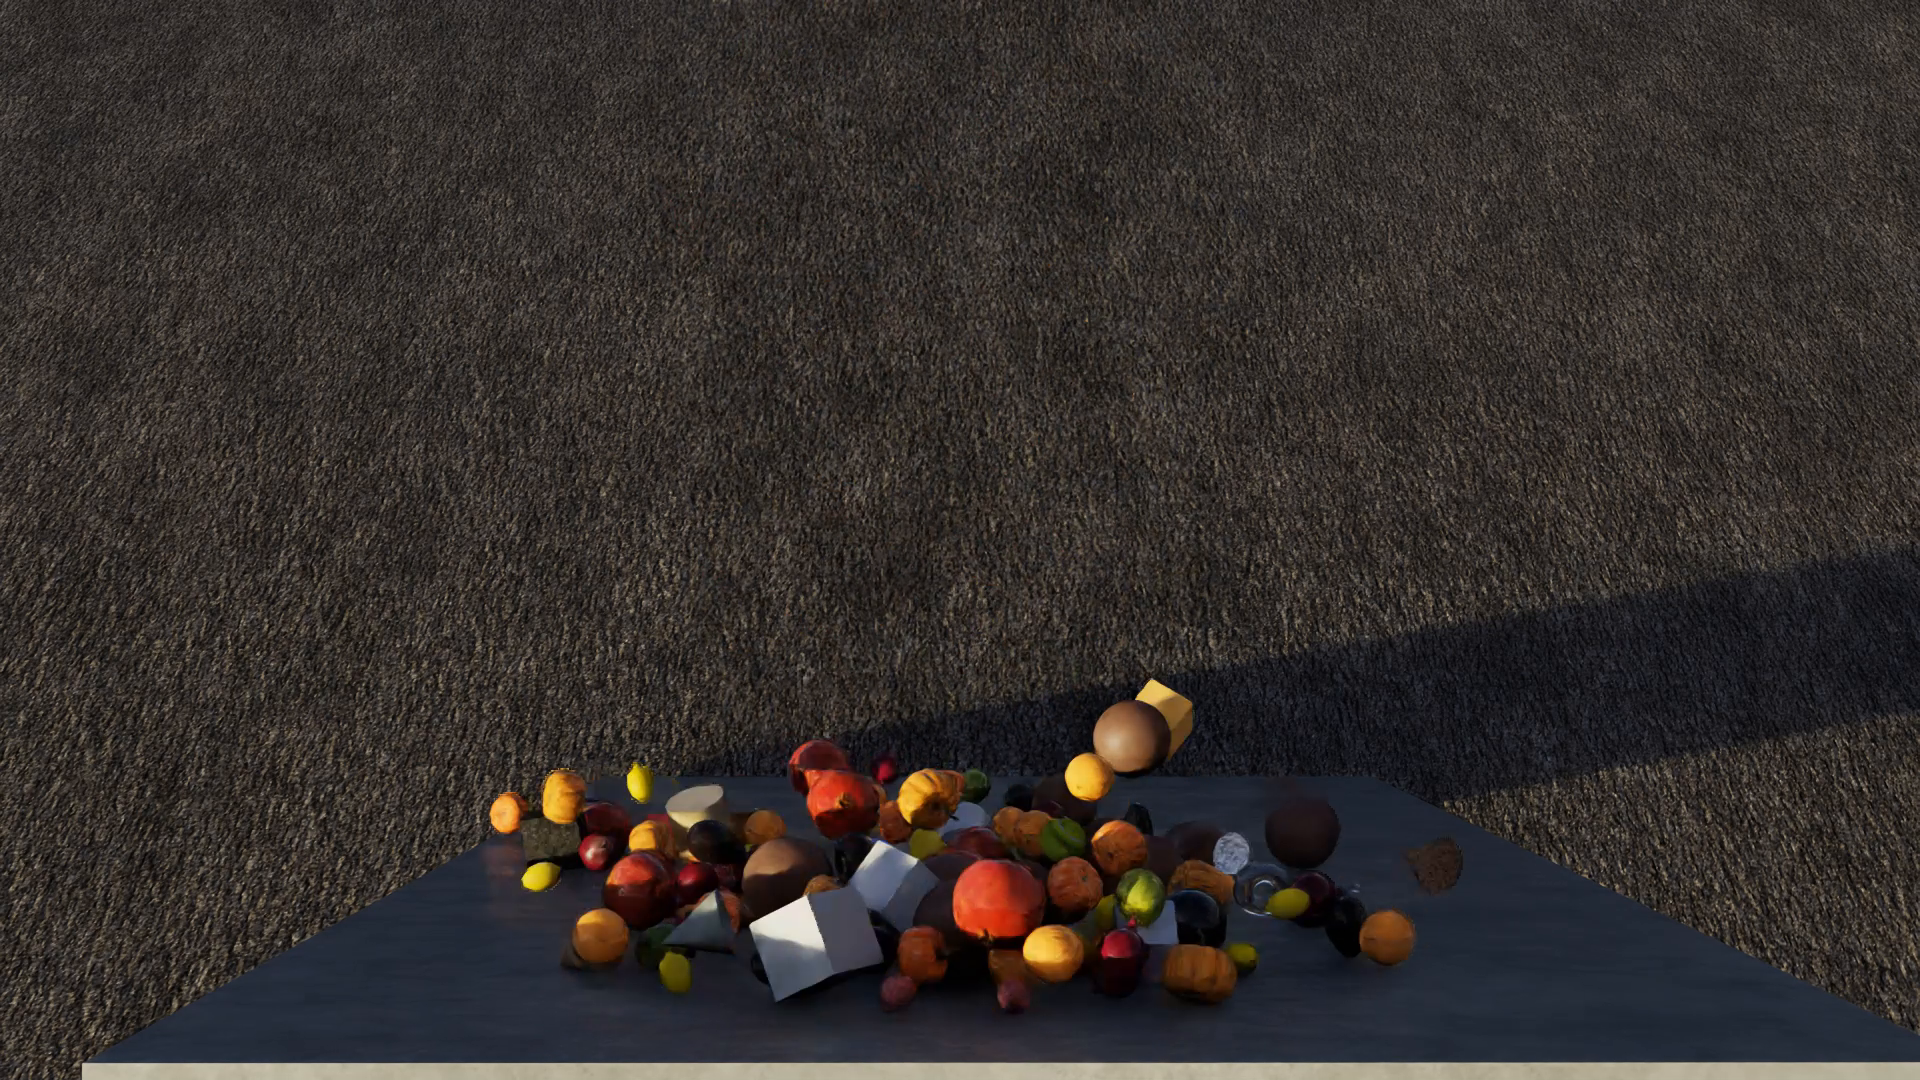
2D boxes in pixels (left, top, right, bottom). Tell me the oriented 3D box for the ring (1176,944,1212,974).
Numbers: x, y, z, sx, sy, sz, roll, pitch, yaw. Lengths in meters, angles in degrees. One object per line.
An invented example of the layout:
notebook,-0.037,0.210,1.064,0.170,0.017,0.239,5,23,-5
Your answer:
ring,0.289,0.544,3.365,0.078,0.026,0.078,-13,2,1

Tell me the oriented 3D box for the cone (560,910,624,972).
cone,-0.502,0.543,3.404,0.087,0.087,0.087,29,43,-31

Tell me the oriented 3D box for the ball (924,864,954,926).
ball,-0.053,0.524,3.824,0.090,0.090,0.090,0,33,0

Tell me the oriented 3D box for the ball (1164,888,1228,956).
ball,0.307,0.514,3.457,0.099,0.099,0.099,0,33,0

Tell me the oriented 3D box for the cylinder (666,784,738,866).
cylinder,-0.403,0.445,4.050,0.093,0.093,0.093,-11,20,4

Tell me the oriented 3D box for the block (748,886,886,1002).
block,-0.173,0.489,3.143,0.100,0.100,0.100,-1,65,-55

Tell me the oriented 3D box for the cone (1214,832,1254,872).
cone,0.368,0.413,3.370,0.055,0.055,0.055,30,8,-43

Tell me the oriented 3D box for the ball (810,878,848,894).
ball,-0.181,0.527,3.723,0.081,0.081,0.081,0,33,0

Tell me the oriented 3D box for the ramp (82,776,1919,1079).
ramp,0.072,0.634,4.737,2.000,0.100,4.000,0,-1,0

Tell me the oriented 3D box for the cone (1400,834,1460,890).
cone,0.727,0.504,4.095,0.089,0.089,0.089,-26,14,-34

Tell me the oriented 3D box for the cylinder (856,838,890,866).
cylinder,-0.125,0.515,4.126,0.059,0.059,0.059,-15,32,-23

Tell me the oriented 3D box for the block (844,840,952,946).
block,-0.084,0.468,3.433,0.086,0.086,0.086,18,66,47

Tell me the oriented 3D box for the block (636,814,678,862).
block,-0.540,0.538,4.694,0.062,0.062,0.062,4,50,-34

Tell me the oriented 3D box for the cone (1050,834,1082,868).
cone,0.191,0.552,4.626,0.059,0.059,0.059,0,-1,0

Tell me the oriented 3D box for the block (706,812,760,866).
block,-0.421,0.535,4.648,0.090,0.090,0.090,1,-4,-36

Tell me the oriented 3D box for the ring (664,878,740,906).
ring,-0.401,0.552,4.037,0.122,0.041,0.122,4,0,0

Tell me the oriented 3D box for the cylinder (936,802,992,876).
cylinder,0.008,0.519,4.497,0.092,0.092,0.092,2,23,4

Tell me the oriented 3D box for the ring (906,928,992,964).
ring,-0.014,0.544,3.470,0.117,0.039,0.117,-1,-2,0

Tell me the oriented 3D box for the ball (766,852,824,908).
ball,-0.244,0.505,3.834,0.086,0.086,0.086,0,33,0

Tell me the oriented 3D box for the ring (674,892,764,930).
ring,-0.355,0.547,3.822,0.134,0.045,0.134,0,-1,0

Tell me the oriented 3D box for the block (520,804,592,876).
block,-0.698,0.518,4.483,0.097,0.097,0.097,-9,2,-1

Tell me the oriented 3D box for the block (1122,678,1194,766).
block,0.339,0.311,4.427,0.087,0.087,0.087,30,62,22

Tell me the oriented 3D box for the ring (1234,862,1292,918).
ring,0.439,0.506,3.757,0.087,0.087,0.029,-6,15,-10

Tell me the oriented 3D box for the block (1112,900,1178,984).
block,0.233,0.508,3.275,0.075,0.075,0.075,0,40,-2

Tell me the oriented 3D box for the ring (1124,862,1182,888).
ring,0.323,0.560,4.339,0.098,0.033,0.098,-5,-1,0
